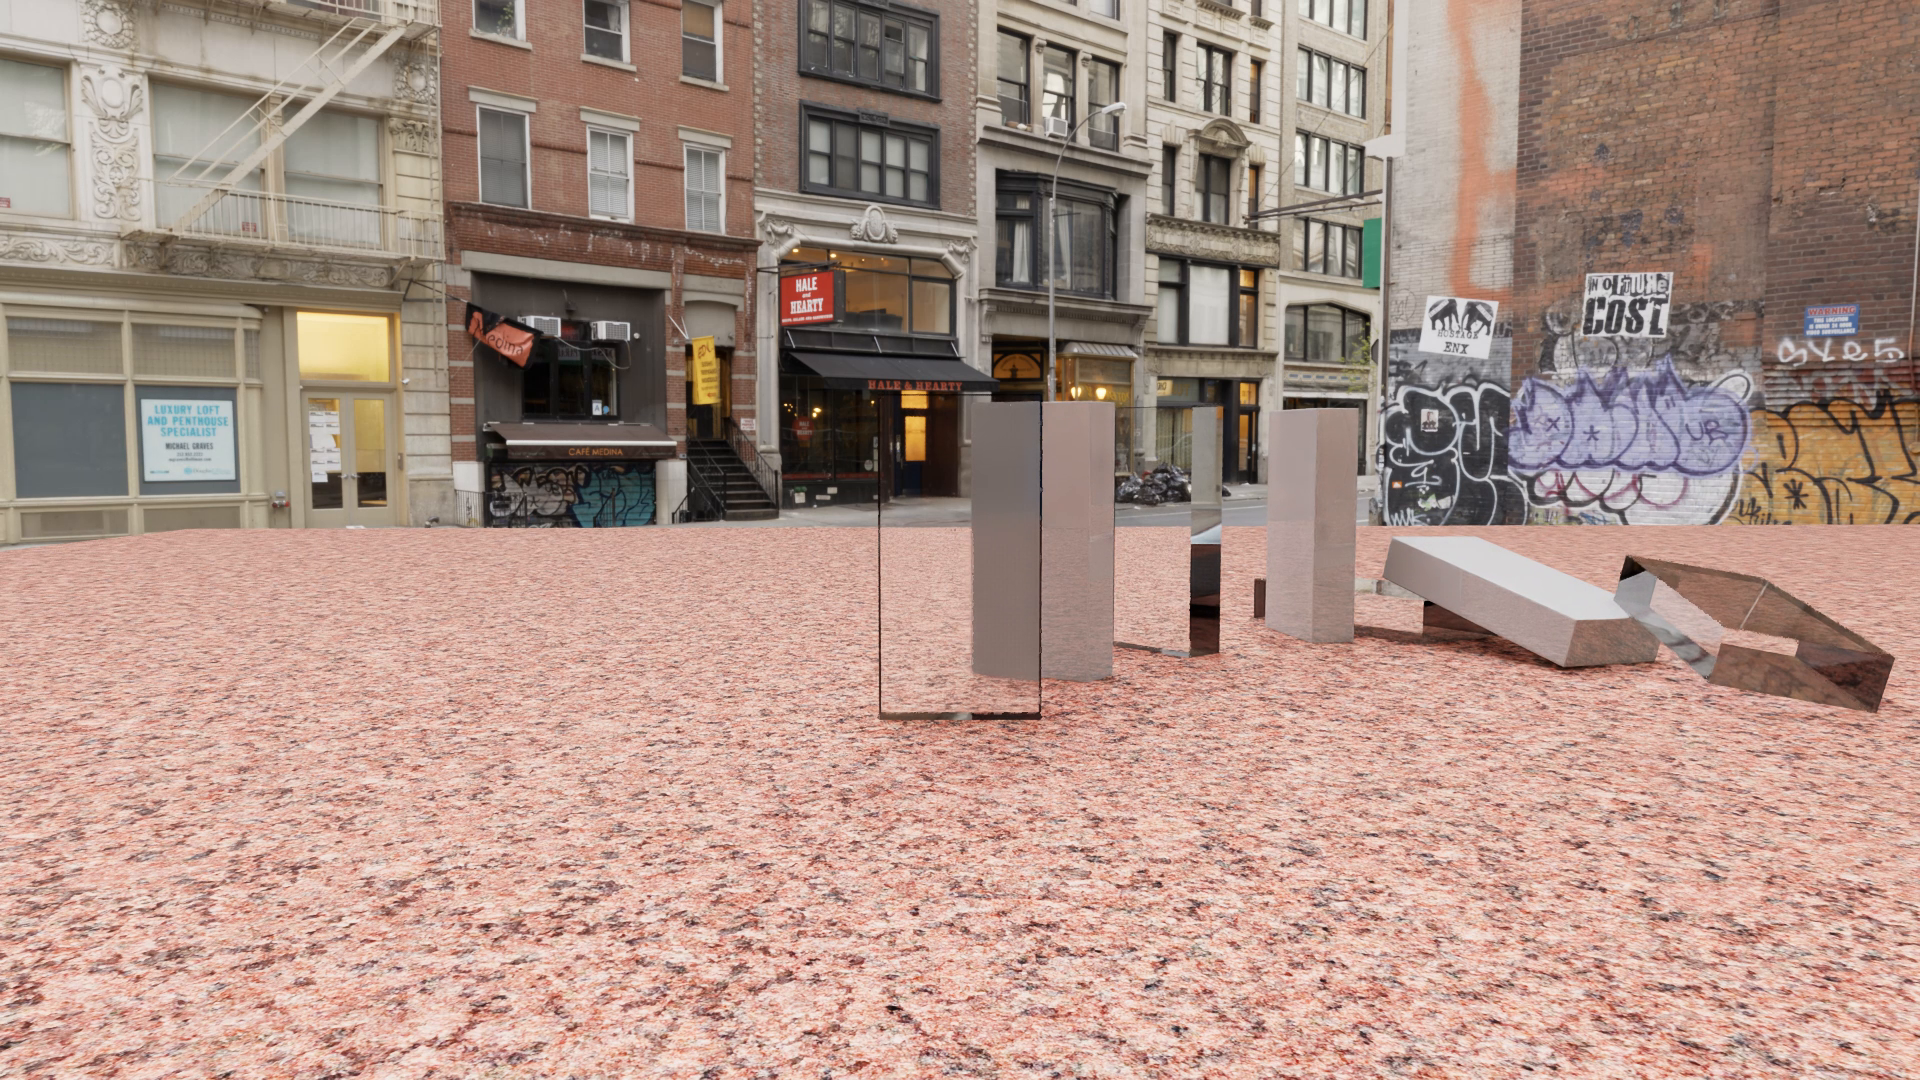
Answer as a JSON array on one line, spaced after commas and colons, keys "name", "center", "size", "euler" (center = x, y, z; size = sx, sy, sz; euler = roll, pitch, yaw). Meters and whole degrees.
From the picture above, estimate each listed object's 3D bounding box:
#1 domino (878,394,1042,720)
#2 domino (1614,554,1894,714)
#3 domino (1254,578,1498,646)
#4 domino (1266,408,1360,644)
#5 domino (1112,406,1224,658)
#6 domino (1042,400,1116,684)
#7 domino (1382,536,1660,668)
[{"name": "domino", "center": [0.000, 0.002, 0.201], "size": [0.025, 0.050, 0.009], "euler": [0, 4, 0]}, {"name": "domino", "center": [0.138, 0.015, 0.227], "size": [0.025, 0.009, 0.050], "euler": [10, 15, 8]}, {"name": "domino", "center": [0.095, 0.015, 0.299], "size": [0.025, 0.010, 0.050], "euler": [-3, 5, -31]}, {"name": "domino", "center": [0.078, -0.004, 0.285], "size": [0.009, 0.050, 0.025], "euler": [-1, 4, -9]}, {"name": "domino", "center": [0.041, -0.002, 0.266], "size": [0.010, 0.050, 0.025], "euler": [-4, 6, -40]}, {"name": "domino", "center": [0.015, 0.000, 0.237], "size": [0.025, 0.050, 0.009], "euler": [3, 5, 34]}, {"name": "domino", "center": [0.115, 0.012, 0.266], "size": [0.025, 0.010, 0.050], "euler": [0, 18, -25]}]
